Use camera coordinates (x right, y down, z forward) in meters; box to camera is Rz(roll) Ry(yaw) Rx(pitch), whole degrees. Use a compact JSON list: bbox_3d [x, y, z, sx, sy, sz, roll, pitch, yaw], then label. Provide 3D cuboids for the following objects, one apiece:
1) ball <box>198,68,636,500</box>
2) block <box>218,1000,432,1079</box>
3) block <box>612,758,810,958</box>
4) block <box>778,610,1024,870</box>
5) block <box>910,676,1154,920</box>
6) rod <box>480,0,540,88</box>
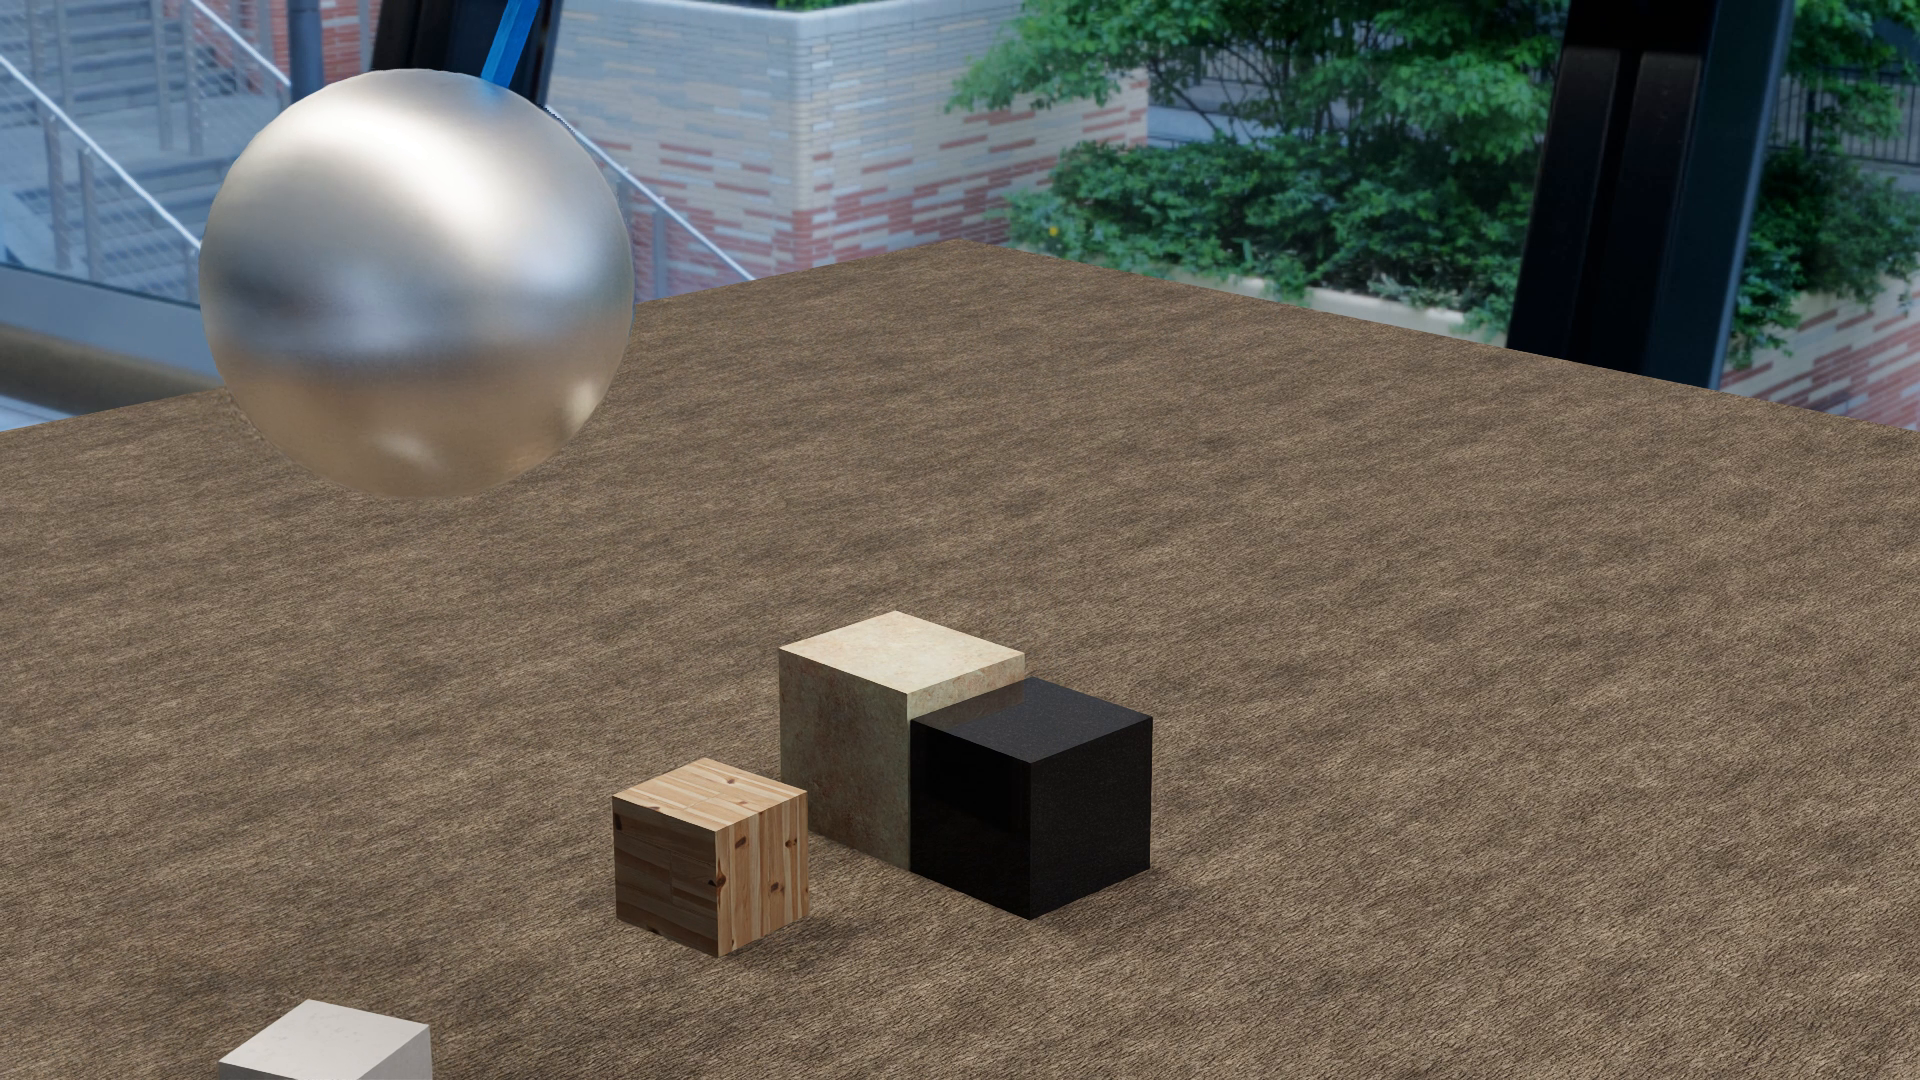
[{"bbox_3d":[-2.016,-0.951,10.930,1.600,1.600,1.600,0,17,0],"label":"ball"},{"bbox_3d":[-2.311,2.095,10.757,0.538,0.553,0.544,7,19,22],"label":"block"},{"bbox_3d":[-1.096,1.391,12.939,0.627,0.588,0.580,14,22,37],"label":"block"},{"bbox_3d":[-0.276,0.935,13.919,0.765,0.870,0.874,-17,24,-42],"label":"block"},{"bbox_3d":[0.325,1.164,13.393,0.802,0.749,0.754,-17,24,-42],"label":"block"},{"bbox_3d":[-0.874,-4.147,11.123,0.080,5.200,0.080,17,-4,42],"label":"rod"}]
